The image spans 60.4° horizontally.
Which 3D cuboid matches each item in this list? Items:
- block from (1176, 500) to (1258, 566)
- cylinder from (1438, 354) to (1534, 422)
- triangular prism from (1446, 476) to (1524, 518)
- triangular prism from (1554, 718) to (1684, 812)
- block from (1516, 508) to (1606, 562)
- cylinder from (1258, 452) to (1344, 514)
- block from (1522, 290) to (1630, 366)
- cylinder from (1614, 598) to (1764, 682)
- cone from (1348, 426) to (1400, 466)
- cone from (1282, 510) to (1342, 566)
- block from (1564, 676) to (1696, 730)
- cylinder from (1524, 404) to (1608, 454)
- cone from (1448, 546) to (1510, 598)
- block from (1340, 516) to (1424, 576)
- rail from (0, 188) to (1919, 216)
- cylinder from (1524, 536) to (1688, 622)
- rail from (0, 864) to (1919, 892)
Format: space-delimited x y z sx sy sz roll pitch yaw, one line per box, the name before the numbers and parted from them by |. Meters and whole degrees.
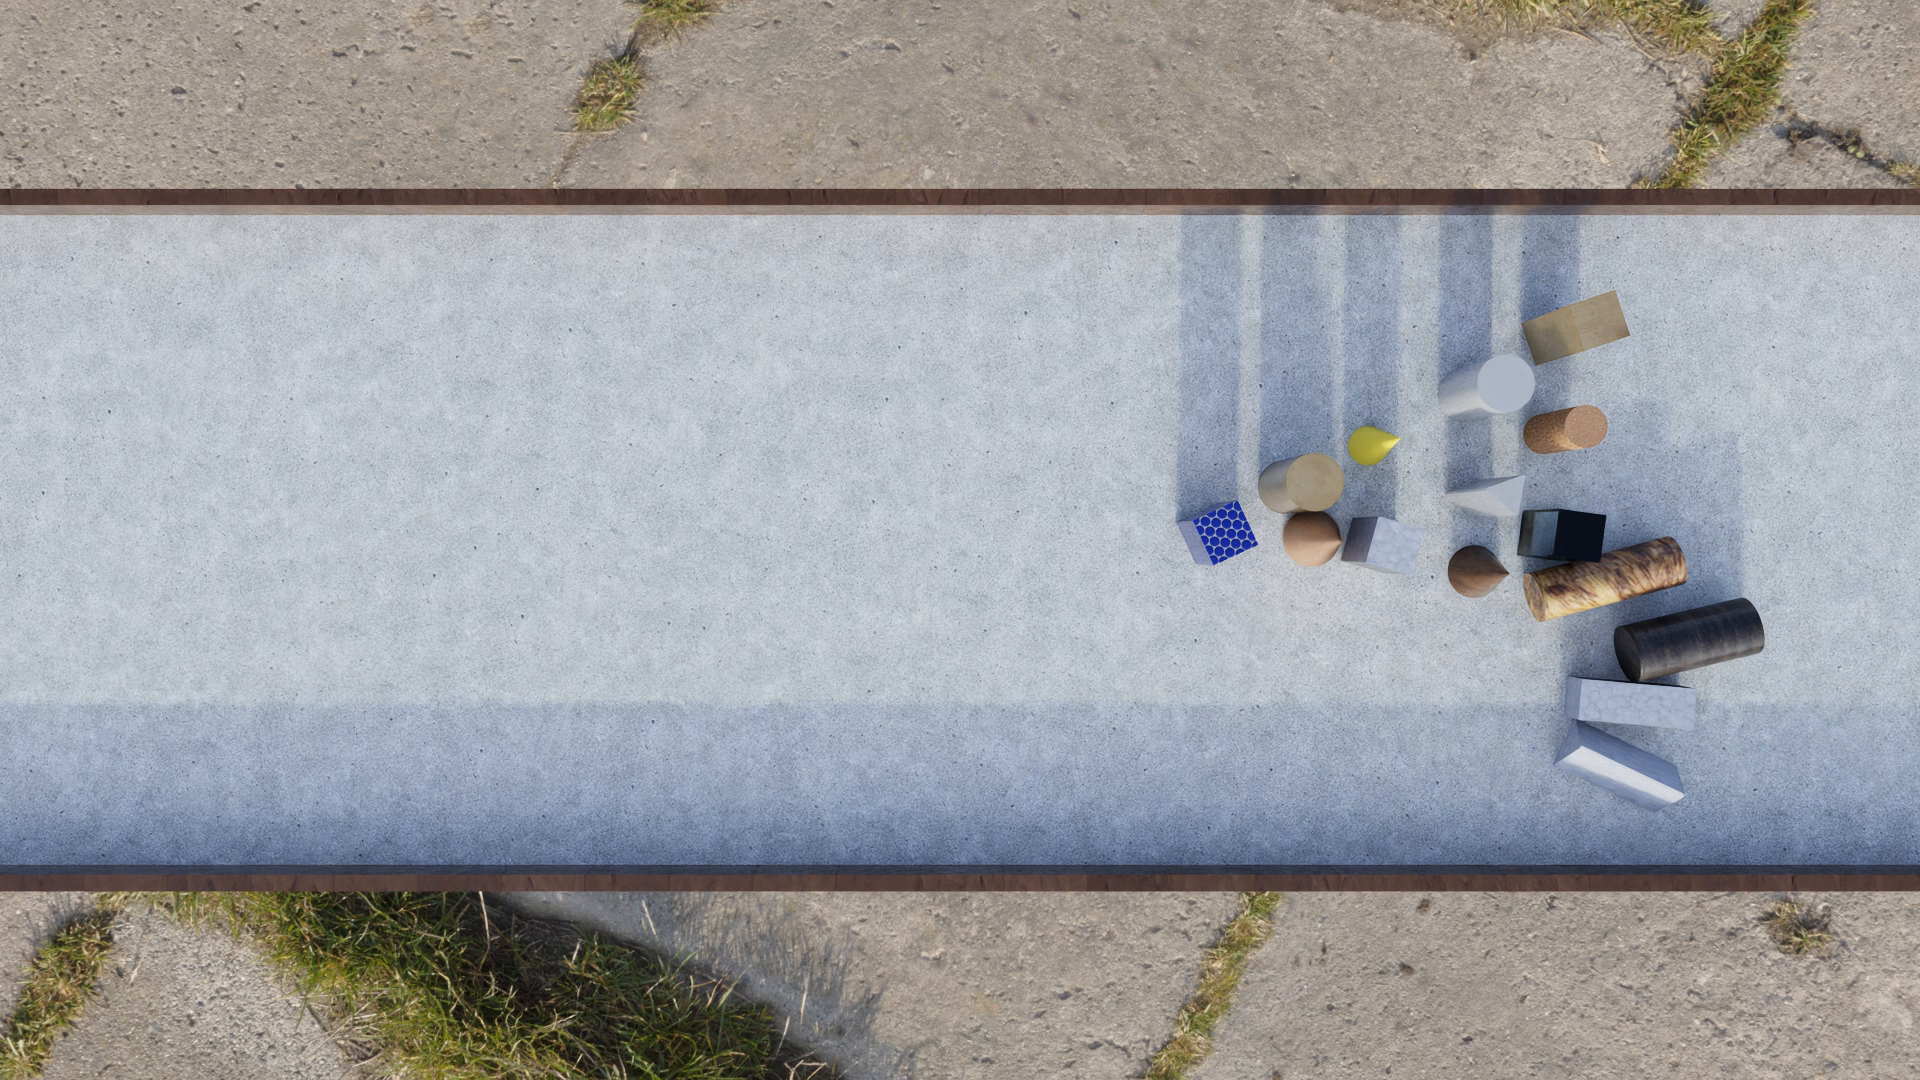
block | 0.759 -0.021 4.895 0.141 0.364 0.141 -25 90 0
cylinder | 1.551 -0.446 4.881 0.165 0.391 0.165 0 90 0
triangular prism | 1.570 -0.145 4.878 0.115 0.396 0.100 40 90 0
triangular prism | 2.013 0.693 5.005 0.343 0.135 0.156 25 90 0
block | 1.792 -0.012 4.923 0.139 0.308 0.139 8 90 0
cylinder | 1.000 -0.163 4.861 0.166 0.431 0.166 0 90 0
block | 1.815 -0.623 4.877 0.138 0.399 0.138 -18 90 0
cylinder | 2.202 0.303 4.987 0.379 0.176 0.176 -13 90 0
cone | 1.256 -0.290 4.889 0.122 0.375 0.122 0 90 0
cone | 1.083 -0.001 4.879 0.177 0.389 0.177 0 92 -1
block | 2.036 0.493 5.015 0.346 0.123 0.123 5 90 0
cylinder | 1.796 -0.326 4.902 0.124 0.348 0.124 0 90 0
cone | 1.582 0.097 4.911 0.163 0.331 0.163 0 90 0
block | 1.257 0.016 4.919 0.138 0.315 0.138 15 90 0
rail | -2.247 -1.025 5.002 12.000 0.150 0.050 0 90 0
cylinder | 1.953 0.119 5.000 0.441 0.153 0.153 -15 90 0
rail | -2.247 1.025 5.001 12.000 0.150 0.050 0 90 0
